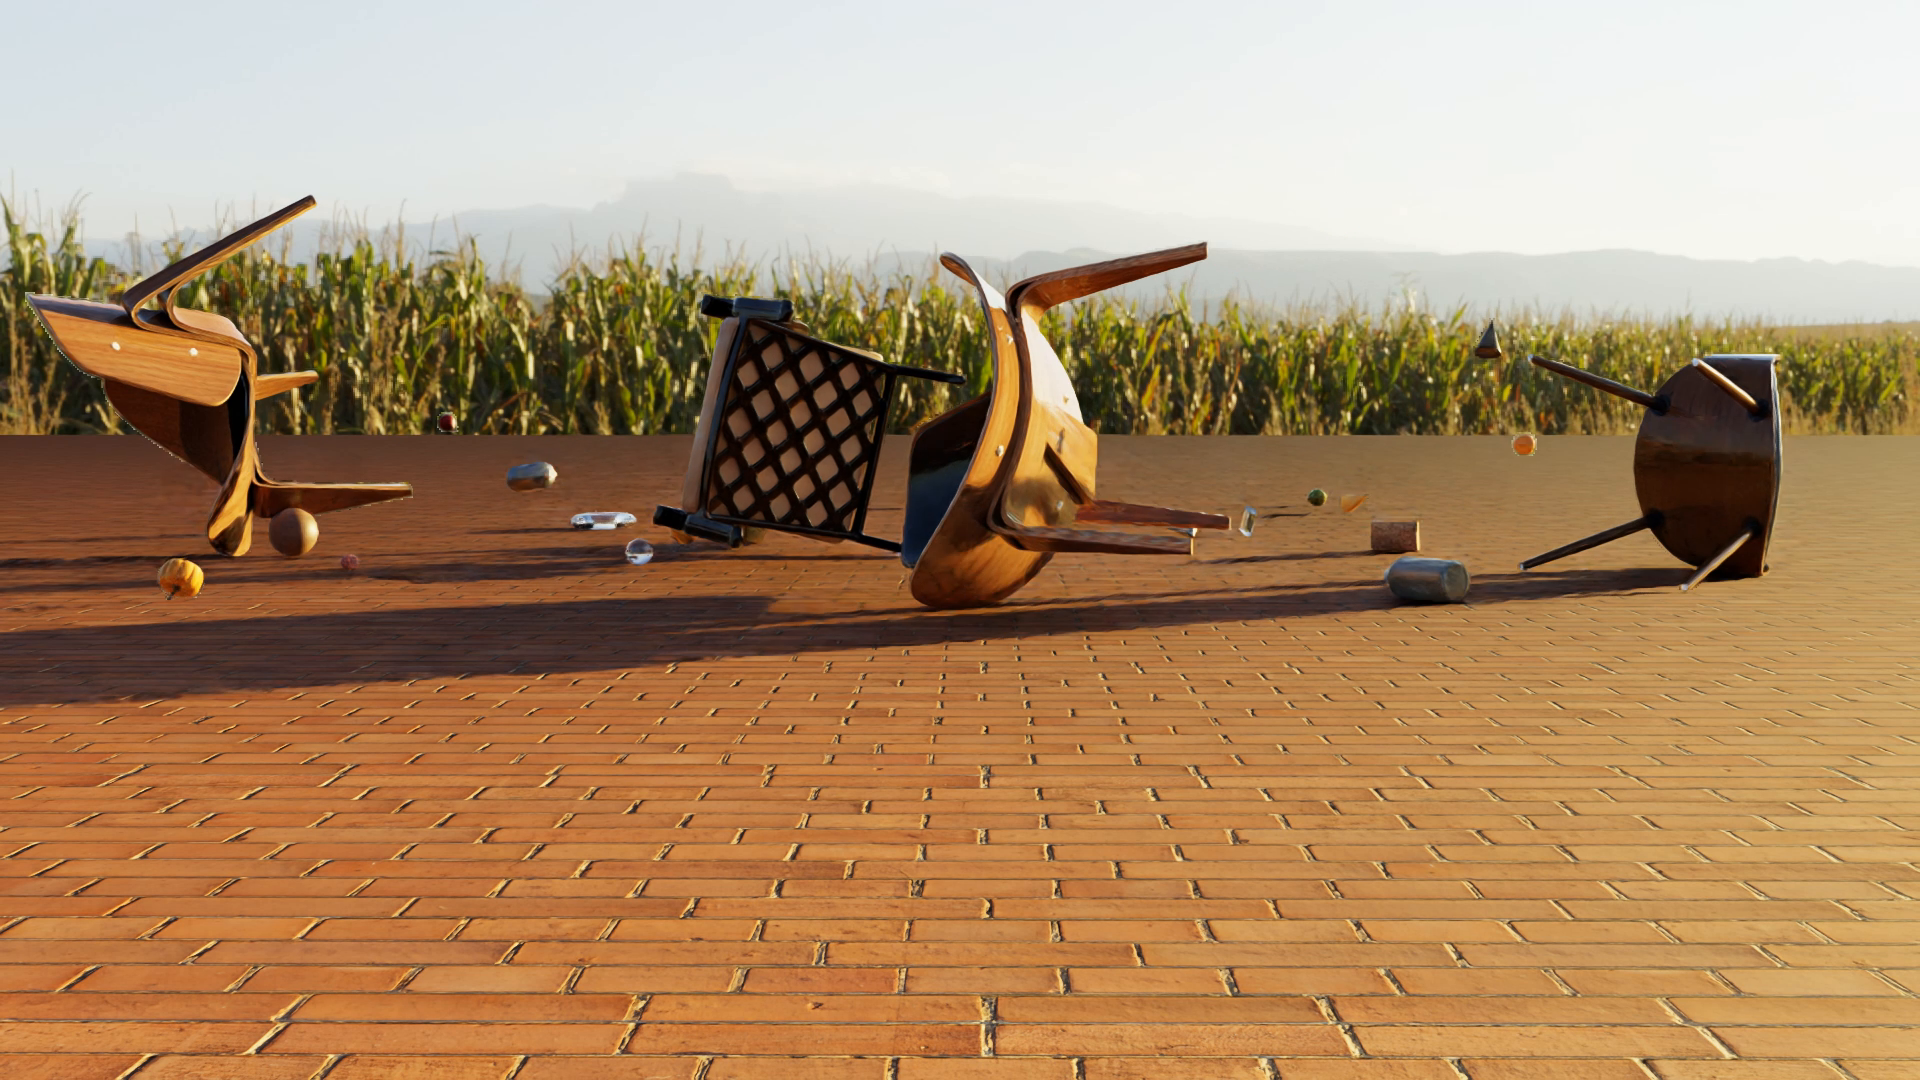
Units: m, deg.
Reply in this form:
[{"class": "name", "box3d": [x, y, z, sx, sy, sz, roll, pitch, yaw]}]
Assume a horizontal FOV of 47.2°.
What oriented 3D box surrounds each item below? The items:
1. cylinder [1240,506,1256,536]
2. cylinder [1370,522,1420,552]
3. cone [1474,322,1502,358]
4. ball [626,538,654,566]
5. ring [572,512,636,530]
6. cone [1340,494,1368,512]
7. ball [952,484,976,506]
[{"class": "cylinder", "box3d": [0.885, -0.058, 6.745, 0.034, 0.073, 0.058, 6, 22, -12]}, {"class": "cylinder", "box3d": [1.200, -0.010, 6.062, 0.125, 0.065, 0.106, 1, -37, 18]}, {"class": "cone", "box3d": [1.752, -0.672, 7.270, 0.090, 0.122, 0.082, -3, -24, 40]}, {"class": "ball", "box3d": [-0.817, 0.030, 5.601, 0.069, 0.069, 0.069, 0, 4, 0]}, {"class": "ring", "box3d": [-1.150, -0.061, 7.094, 0.207, 0.049, 0.213, 1, 4, 26]}, {"class": "cone", "box3d": [1.443, -0.146, 7.967, 0.065, 0.067, 0.134, 19, -17, -19]}, {"class": "ball", "box3d": [0.015, -0.173, 8.404, 0.090, 0.090, 0.090, 0, 4, 0]}]
